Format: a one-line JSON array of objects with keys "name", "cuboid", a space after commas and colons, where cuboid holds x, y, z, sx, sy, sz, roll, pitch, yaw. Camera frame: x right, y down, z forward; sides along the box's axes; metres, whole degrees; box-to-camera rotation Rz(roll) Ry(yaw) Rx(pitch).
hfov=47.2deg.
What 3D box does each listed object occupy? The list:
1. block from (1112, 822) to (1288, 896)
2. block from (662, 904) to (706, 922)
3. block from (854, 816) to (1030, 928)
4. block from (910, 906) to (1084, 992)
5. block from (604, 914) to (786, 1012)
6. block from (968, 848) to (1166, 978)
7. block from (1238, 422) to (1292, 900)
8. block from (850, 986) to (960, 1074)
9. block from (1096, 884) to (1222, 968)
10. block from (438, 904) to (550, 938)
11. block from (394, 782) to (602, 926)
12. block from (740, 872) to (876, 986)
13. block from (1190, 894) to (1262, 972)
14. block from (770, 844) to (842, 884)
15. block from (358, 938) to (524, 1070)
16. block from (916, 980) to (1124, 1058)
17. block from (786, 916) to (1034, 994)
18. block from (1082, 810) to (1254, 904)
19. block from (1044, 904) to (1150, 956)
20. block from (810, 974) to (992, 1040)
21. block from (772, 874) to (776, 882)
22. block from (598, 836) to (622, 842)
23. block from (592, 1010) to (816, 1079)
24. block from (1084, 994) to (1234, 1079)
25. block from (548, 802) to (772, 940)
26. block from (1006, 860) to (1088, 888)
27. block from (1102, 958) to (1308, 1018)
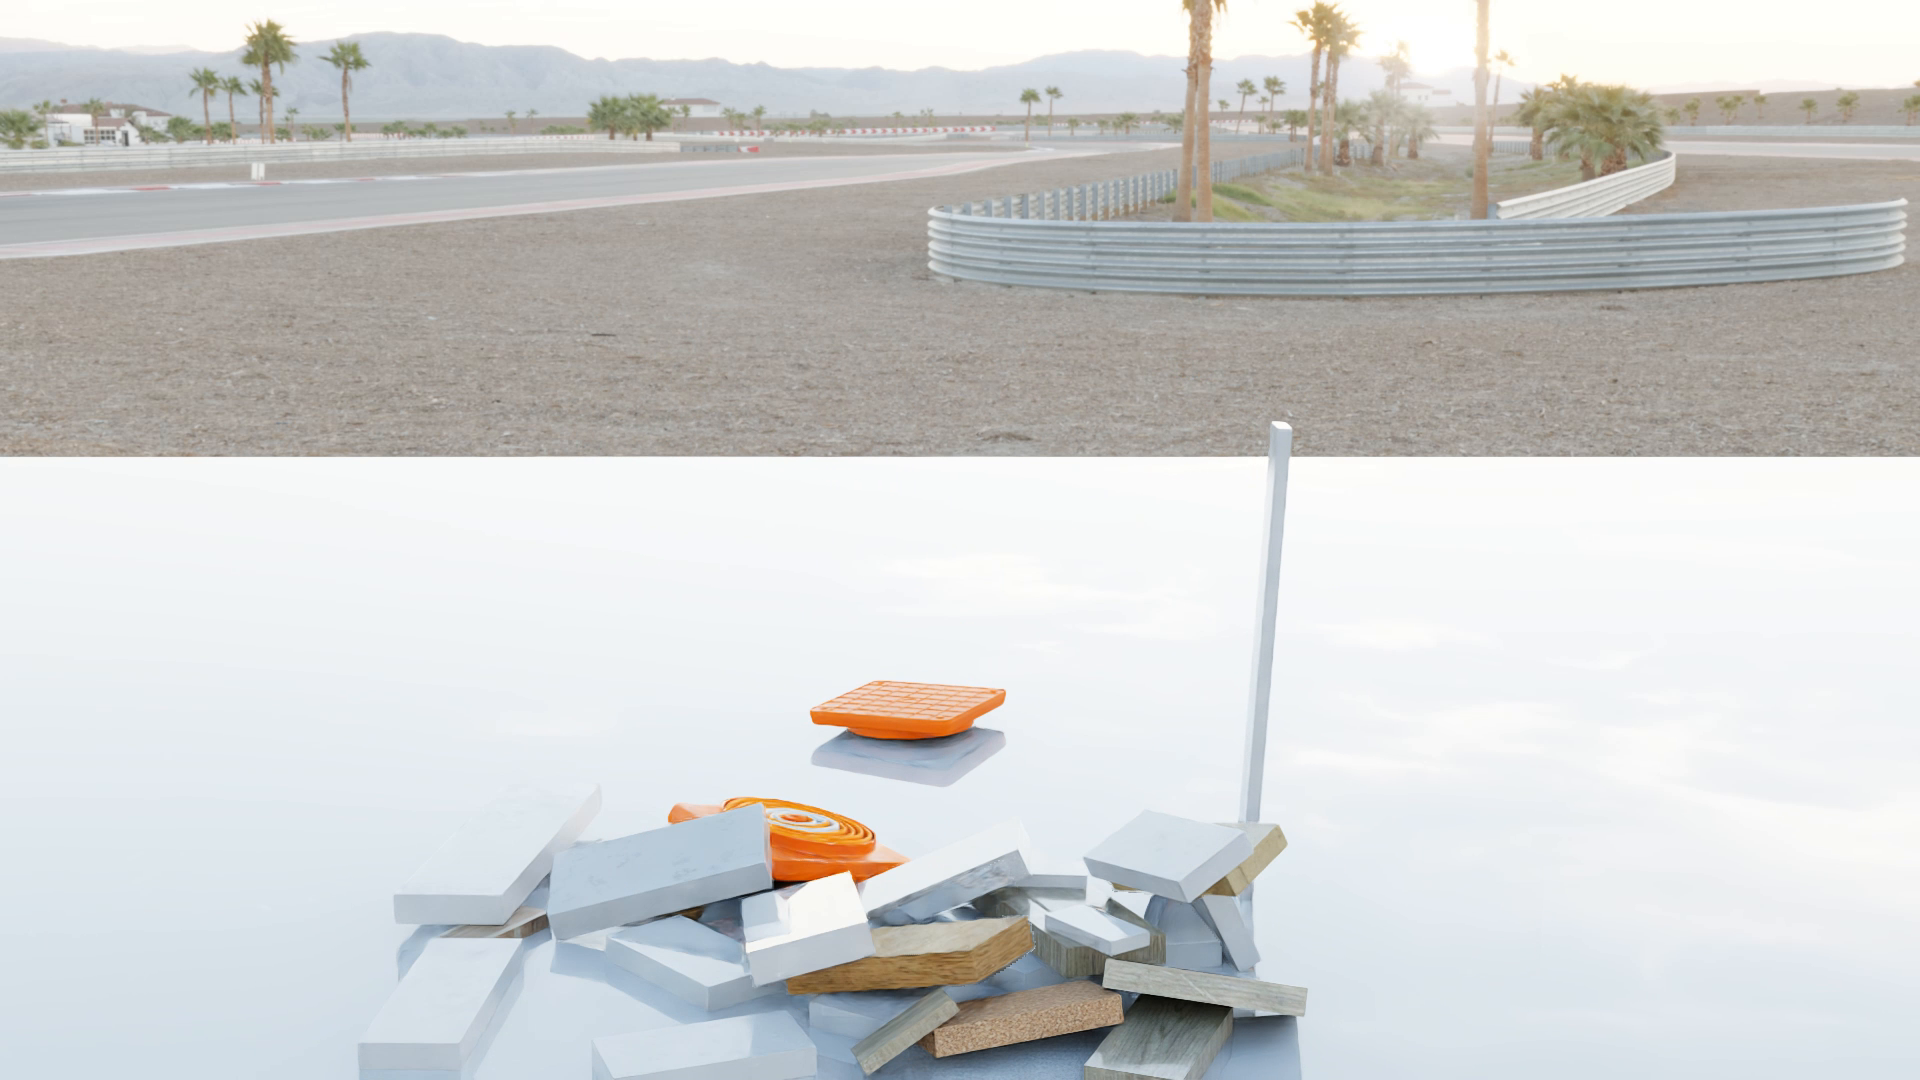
[{"name": "block", "cuboid": [0.361, 0.487, 3.375, 0.134, 0.038, 0.268, -37, 17, -35]}, {"name": "block", "cuboid": [-0.490, 0.574, 3.593, 0.169, 0.024, 0.085, 4, 38, 20]}, {"name": "block", "cuboid": [-0.047, 0.541, 3.454, 0.324, 0.046, 0.162, -23, 9, 6]}, {"name": "block", "cuboid": [0.052, 0.627, 3.363, 0.135, 0.038, 0.271, -10, 14, -42]}, {"name": "block", "cuboid": [-0.401, 0.636, 3.316, 0.138, 0.039, 0.276, -9, 14, -40]}, {"name": "block", "cuboid": [0.140, 0.573, 3.418, 0.162, 0.046, 0.454, -4, 10, -23]}, {"name": "block", "cuboid": [0.495, 0.202, 3.602, 0.023, 0.787, 0.080, 3, 11, -1]}, {"name": "block", "cuboid": [-0.075, 0.665, 2.981, 0.149, 0.021, 0.075, -33, 8, -10]}, {"name": "block", "cuboid": [0.304, 0.607, 3.469, 0.140, 0.040, 0.281, -2, 11, -10]}, {"name": "block", "cuboid": [-0.733, 0.615, 3.467, 0.084, 0.024, 0.168, 6, 12, 29]}, {"name": "block", "cuboid": [-0.774, 0.525, 3.742, 0.175, 0.050, 0.590, 0, 11, 6]}, {"name": "block", "cuboid": [-0.230, 0.573, 3.269, 0.175, 0.050, 0.350, -14, 5, -6]}, {"name": "block", "cuboid": [0.384, 0.559, 3.444, 0.040, 0.140, 0.281, -28, 14, -5]}, {"name": "block", "cuboid": [-0.293, 0.545, 3.705, 0.169, 0.024, 0.085, 16, 5, 19]}, {"name": "block", "cuboid": [-0.741, 0.663, 3.168, 0.138, 0.039, 0.392, 0, 11, 1]}, {"name": "block", "cuboid": [0.076, 0.663, 3.058, 0.271, 0.038, 0.135, -6, 0, -17]}, {"name": "block", "cuboid": [-0.075, 0.598, 3.165, 0.324, 0.046, 0.162, -11, 3, 32]}, {"name": "block", "cuboid": [0.313, 0.477, 3.338, 0.134, 0.038, 0.268, -33, 15, -24]}, {"name": "block", "cuboid": [0.201, 0.571, 3.226, 0.075, 0.021, 0.149, -7, 12, -37]}, {"name": "block", "cuboid": [-0.084, 0.658, 3.195, 0.135, 0.038, 0.271, 7, 12, 32]}, {"name": "block", "cuboid": [-0.394, 0.542, 3.726, 0.169, 0.024, 0.085, 15, 5, 1]}, {"name": "block", "cuboid": [-0.578, 0.551, 3.811, 0.084, 0.024, 0.168, -2, 11, -12]}, {"name": "block", "cuboid": [-0.347, 0.699, 2.976, 0.276, 0.039, 0.138, -4, 11, -21]}, {"name": "block", "cuboid": [0.275, 0.694, 3.006, 0.134, 0.038, 0.268, 4, 11, 21]}, {"name": "block", "cuboid": [-0.478, 0.529, 3.523, 0.350, 0.050, 0.175, -14, 26, 0]}, {"name": "block", "cuboid": [0.128, 0.528, 3.485, 0.149, 0.021, 0.075, 1, 10, 6]}, {"name": "block", "cuboid": [0.344, 0.633, 3.116, 0.281, 0.040, 0.140, 7, -10, 5]}]
